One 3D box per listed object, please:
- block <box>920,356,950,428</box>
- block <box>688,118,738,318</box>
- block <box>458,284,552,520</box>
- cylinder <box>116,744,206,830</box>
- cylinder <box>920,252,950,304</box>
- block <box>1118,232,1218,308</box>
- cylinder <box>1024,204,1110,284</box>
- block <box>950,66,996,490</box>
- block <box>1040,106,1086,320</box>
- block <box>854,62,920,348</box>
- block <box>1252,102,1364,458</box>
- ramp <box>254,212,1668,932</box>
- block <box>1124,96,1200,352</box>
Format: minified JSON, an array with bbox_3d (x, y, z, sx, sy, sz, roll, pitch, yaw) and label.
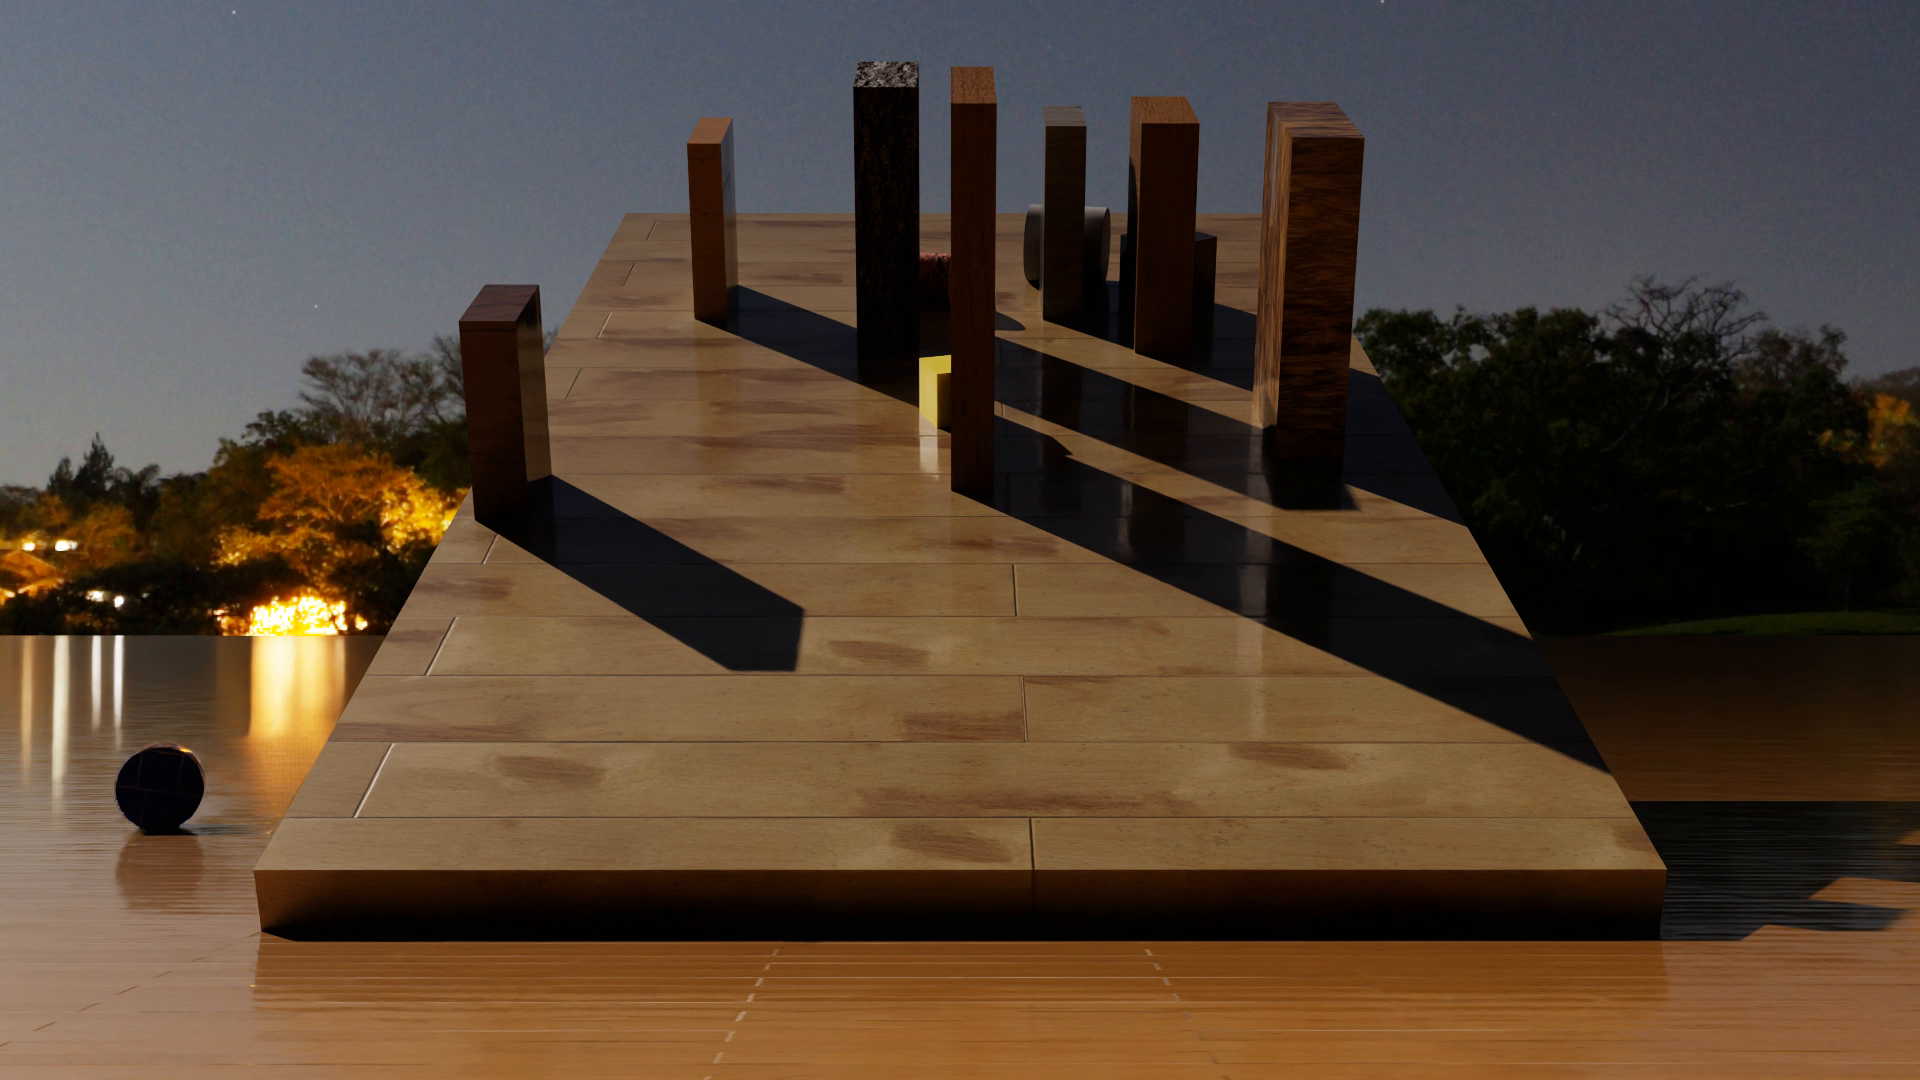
[{"bbox_3d":[-0.012,-0.334,5.106,0.125,0.125,0.125,-7,23,-18],"label":"block"},{"bbox_3d":[-0.639,-0.839,5.942,0.084,0.453,0.336,0,21,0],"label":"block"},{"bbox_3d":[-0.905,-0.278,4.571,0.109,0.408,0.268,0,21,0],"label":"block"},{"bbox_3d":[-1.743,0.537,4.994,0.179,0.179,0.179,1,-2,-17],"label":"cylinder"},{"bbox_3d":[-0.089,-0.685,5.986,0.134,0.134,0.134,3,-2,7],"label":"cylinder"},{"bbox_3d":[0.544,-0.711,5.996,0.178,0.178,0.178,-18,28,-38],"label":"block"},{"bbox_3d":[0.290,-0.799,6.179,0.207,0.207,0.207,4,-1,10],"label":"cylinder"},{"bbox_3d":[0.025,-0.545,4.730,0.088,0.792,0.409,0,21,0],"label":"block"},{"bbox_3d":[0.263,-0.845,5.899,0.102,0.498,0.267,0,21,0],"label":"block"},{"bbox_3d":[-0.178,-0.832,5.668,0.150,0.641,0.352,0,21,0],"label":"block"},{"bbox_3d":[0.743,-0.564,4.926,0.146,0.687,0.386,0,21,0],"label":"block"},{"bbox_3d":[-0.006,-0.217,5.117,2.000,0.100,4.000,0,21,0],"label":"ramp"},{"bbox_3d":[0.495,-0.782,5.650,0.136,0.563,0.342,0,21,0],"label":"block"}]
